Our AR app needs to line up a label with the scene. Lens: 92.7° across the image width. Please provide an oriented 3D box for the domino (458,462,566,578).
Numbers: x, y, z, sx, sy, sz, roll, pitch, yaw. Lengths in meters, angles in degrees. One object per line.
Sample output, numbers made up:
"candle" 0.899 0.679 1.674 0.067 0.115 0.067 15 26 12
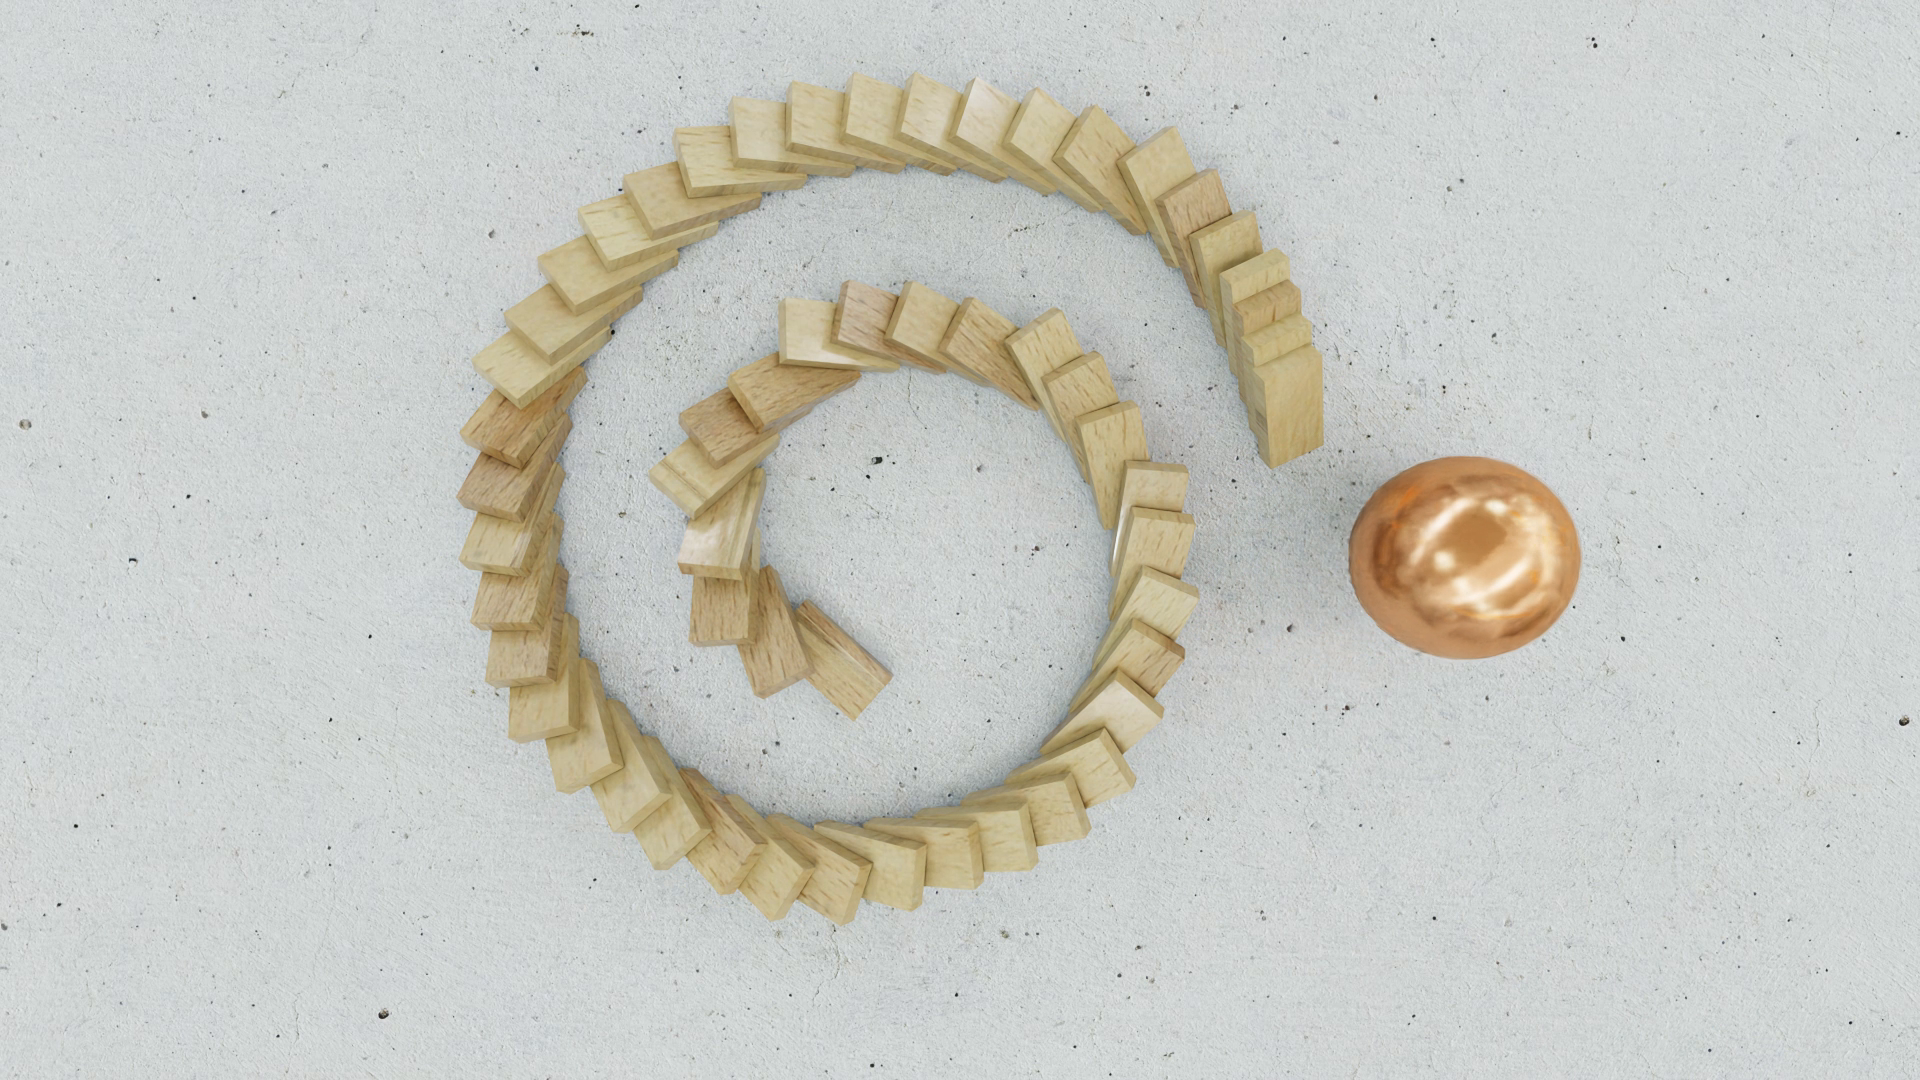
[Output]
"domino" -0.187 -0.011 0.385 0.025 0.009 0.050 8 64 0

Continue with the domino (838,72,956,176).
"domino" -0.024 -0.174 0.385 0.050 0.010 0.025 8 90 -26

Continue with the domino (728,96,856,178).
"domino" -0.070 -0.169 0.385 0.050 0.009 0.025 -6 90 -26

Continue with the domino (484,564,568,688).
"domino" -0.181 0.036 0.385 0.025 0.009 0.050 -6 64 1

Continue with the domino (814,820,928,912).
"domino" -0.039 0.136 0.385 0.050 0.009 0.025 5 90 27

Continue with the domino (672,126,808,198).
"domino" -0.092 -0.160 0.385 0.050 0.010 0.025 -16 90 -27

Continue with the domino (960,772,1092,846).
"domino" 0.027 0.115 0.384 0.050 0.010 0.025 -20 90 27

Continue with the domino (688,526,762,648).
"domino" -0.098 0.019 0.385 0.025 0.009 0.050 -5 68 7

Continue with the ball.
"ball" 0.196 0.007 0.360 0.080 0.080 0.080 0 90 0

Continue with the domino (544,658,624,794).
"domino" -0.160 0.077 0.384 0.025 0.010 0.050 -27 63 0

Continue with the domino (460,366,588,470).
"domino" -0.182 -0.056 0.384 0.025 0.010 0.050 24 63 0

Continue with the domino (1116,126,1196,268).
"domino" 0.089 -0.143 0.385 0.025 0.010 0.050 -36 117 0

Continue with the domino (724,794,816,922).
"domino" -0.087 0.132 0.385 0.050 0.010 0.025 32 90 27

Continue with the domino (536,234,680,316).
"domino" -0.147 -0.117 0.385 0.050 0.010 0.025 -38 90 -26

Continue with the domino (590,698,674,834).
"domino" -0.143 0.094 0.385 0.025 0.010 0.050 -40 64 0

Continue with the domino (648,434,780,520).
"domino" -0.102 -0.034 0.384 0.025 0.010 0.050 41 63 3

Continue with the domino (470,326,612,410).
"domino" -0.175 -0.080 0.385 0.025 0.009 0.050 40 64 0

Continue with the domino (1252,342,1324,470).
"domino" 0.136 -0.054 0.379 0.025 0.050 0.010 -25 46 0

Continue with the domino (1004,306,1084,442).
"domino" 0.041 -0.069 0.383 0.025 0.010 0.050 -35 119 -2

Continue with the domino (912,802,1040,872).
"domino" 0.006 0.125 0.385 0.050 0.010 0.025 -12 90 27

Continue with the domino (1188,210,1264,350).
"domino" 0.115 -0.108 0.383 0.025 0.010 0.050 -26 120 0

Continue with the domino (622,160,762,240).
"domino" -0.112 -0.146 0.385 0.050 0.009 0.025 -29 90 -26

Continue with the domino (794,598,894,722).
"domino" -0.056 0.052 0.395 0.050 0.009 0.025 42 90 0

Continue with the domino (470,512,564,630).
"domino" -0.185 0.013 0.385 0.025 0.010 0.050 0 64 1

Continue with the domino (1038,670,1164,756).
"domino" 0.059 0.080 0.385 0.025 0.010 0.050 40 117 0

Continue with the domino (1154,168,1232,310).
"domino" 0.103 -0.126 0.385 0.025 0.009 0.050 -31 117 0

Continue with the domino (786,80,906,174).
"domino" -0.047 -0.173 0.385 0.050 0.010 0.025 1 90 -26

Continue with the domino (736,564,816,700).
"domino" -0.081 0.038 0.385 0.025 0.009 0.050 -27 66 2

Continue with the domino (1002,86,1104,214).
"domino" 0.044 -0.163 0.385 0.050 0.010 0.025 26 90 -26

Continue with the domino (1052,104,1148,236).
"domino" 0.065 -0.154 0.384 0.050 0.009 0.025 32 90 -27

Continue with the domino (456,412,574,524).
"domino" -0.186 -0.034 0.385 0.025 0.009 0.050 15 64 0

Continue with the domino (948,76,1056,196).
"domino" 0.022 -0.169 0.385 0.050 0.010 0.025 19 90 -26

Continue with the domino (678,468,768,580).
"domino" -0.099 -0.008 0.383 0.025 0.010 0.050 6 58 0

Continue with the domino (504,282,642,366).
"domino" -0.161 -0.098 0.385 0.025 0.010 0.050 42 64 0

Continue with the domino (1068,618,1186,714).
"domino" 0.070 0.059 0.385 0.025 0.009 0.050 31 117 0

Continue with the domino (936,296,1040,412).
"domino" 0.018 -0.077 0.384 0.050 0.010 0.025 28 90 -27

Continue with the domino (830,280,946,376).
"domino" -0.027 -0.088 0.384 0.050 0.009 0.025 12 88 -28

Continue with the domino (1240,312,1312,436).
"domino" 0.132 -0.067 0.379 0.025 0.050 0.009 -25 46 0

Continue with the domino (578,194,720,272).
"domino" -0.130 -0.134 0.385 0.050 0.010 0.025 -31 90 -26

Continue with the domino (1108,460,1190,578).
"domino" 0.079 -0.008 0.385 0.025 0.009 0.050 4 116 0

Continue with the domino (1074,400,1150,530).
"domino" 0.066 -0.031 0.384 0.025 0.010 0.050 -18 118 0

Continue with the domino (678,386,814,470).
"domino" -0.089 -0.053 0.384 0.050 0.010 0.025 -37 86 -26

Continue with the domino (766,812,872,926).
"domino" -0.063 0.137 0.384 0.050 0.009 0.025 19 90 27

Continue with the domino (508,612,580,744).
"domino" -0.174 0.057 0.385 0.025 0.010 0.050 -13 64 1

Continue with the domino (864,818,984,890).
"domino" -0.016 0.131 0.385 0.050 0.009 0.025 -7 90 27

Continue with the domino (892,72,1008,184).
"domino" -0.001 -0.172 0.385 0.050 0.009 0.025 13 90 -26

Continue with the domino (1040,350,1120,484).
"domino" 0.055 -0.051 0.384 0.025 0.009 0.050 -27 118 -1

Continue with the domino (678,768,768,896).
"domino" -0.106 0.121 0.385 0.050 0.009 0.025 35 90 26

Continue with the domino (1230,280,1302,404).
"domino" 0.128 -0.080 0.379 0.025 0.050 0.010 -25 46 0

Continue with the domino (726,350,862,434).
"domino" -0.069 -0.067 0.384 0.050 0.009 0.025 -34 90 -29

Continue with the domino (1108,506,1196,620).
"domino" 0.079 0.012 0.383 0.025 0.010 0.050 7 118 -2

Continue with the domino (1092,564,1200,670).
"domino" 0.077 0.037 0.384 0.025 0.009 0.050 23 117 0

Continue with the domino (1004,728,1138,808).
"domino" 0.046 0.101 0.384 0.050 0.009 0.025 -32 90 27

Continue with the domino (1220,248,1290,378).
"domino" 0.123 -0.092 0.379 0.025 0.050 0.009 -25 46 0

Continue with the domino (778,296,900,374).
"domino" -0.050 -0.085 0.383 0.050 0.009 0.025 -1 88 -29

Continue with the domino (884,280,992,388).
"domino" -0.004 -0.086 0.384 0.050 0.010 0.025 21 89 -27

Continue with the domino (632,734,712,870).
"domino" -0.128 0.110 0.385 0.025 0.010 0.050 -42 64 0
